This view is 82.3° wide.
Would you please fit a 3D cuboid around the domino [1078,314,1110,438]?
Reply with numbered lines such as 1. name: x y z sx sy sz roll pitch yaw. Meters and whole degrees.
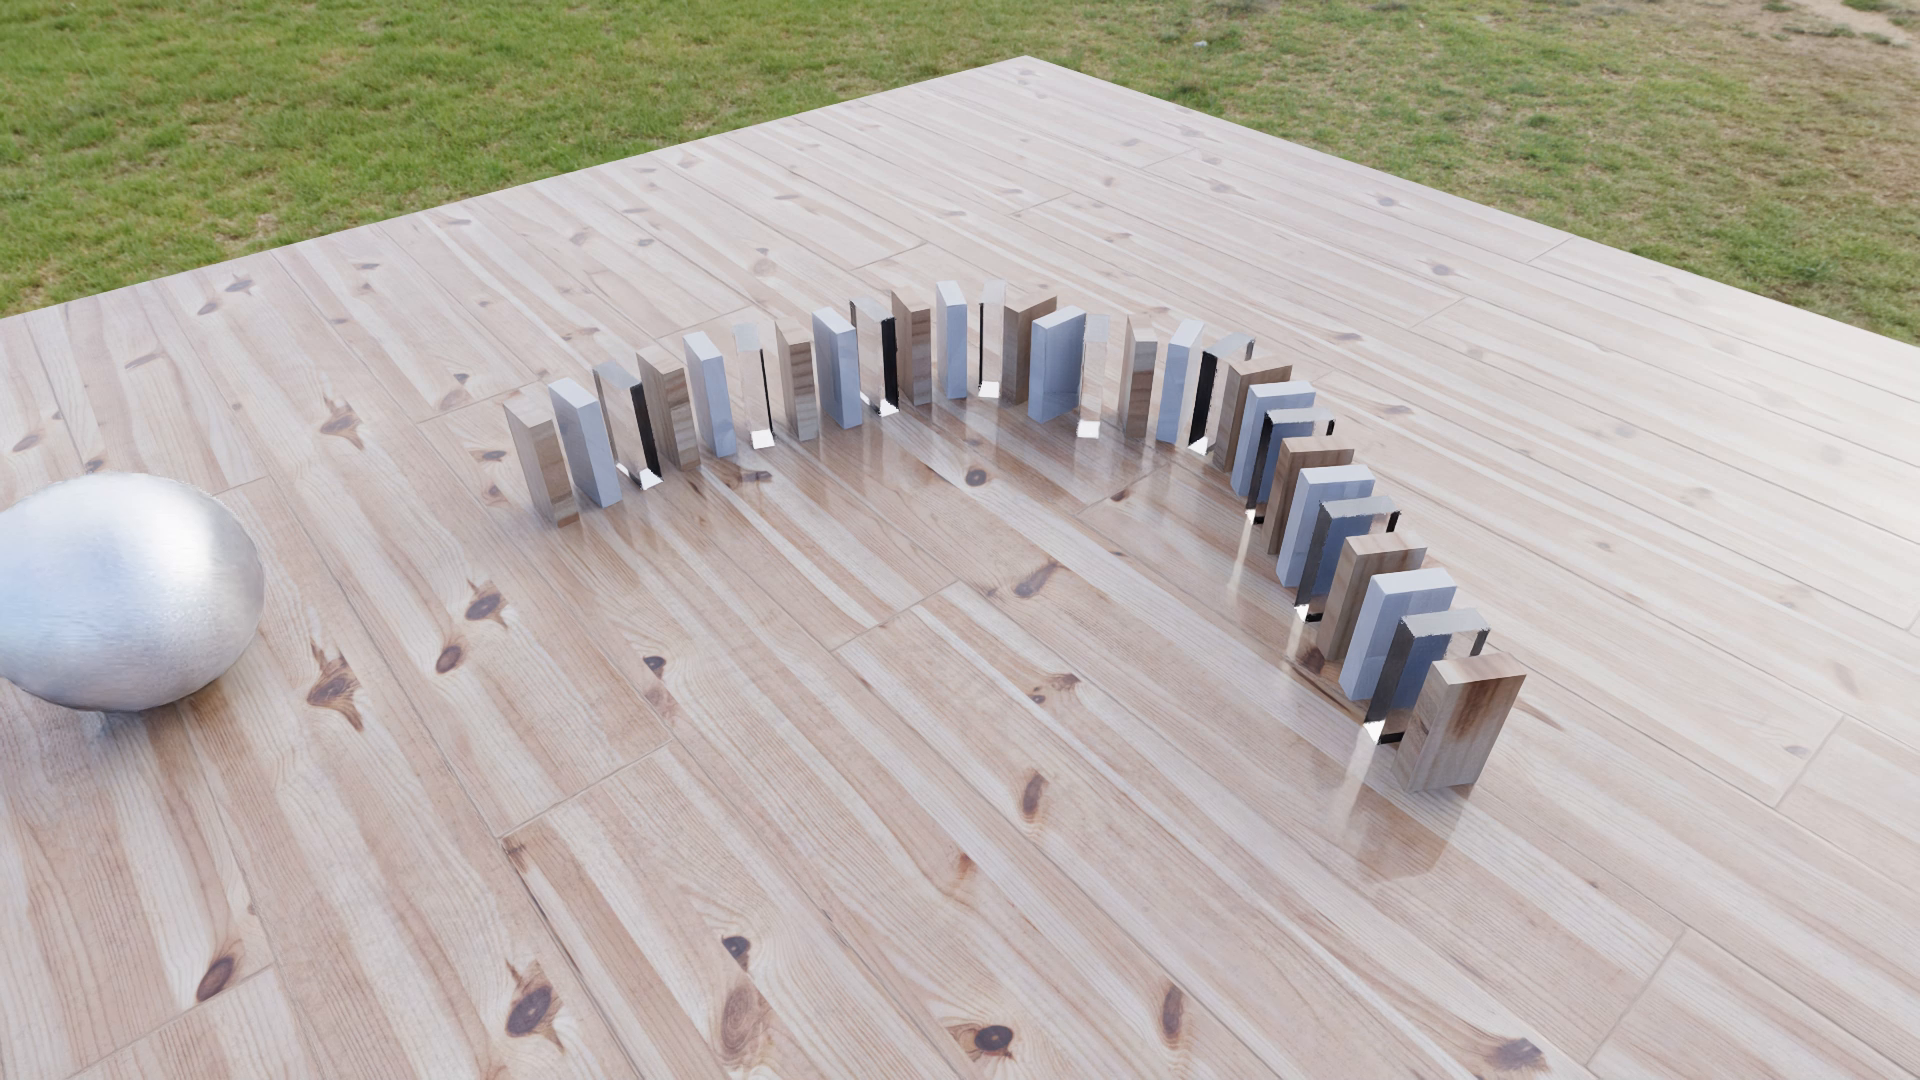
1. domino: 0.061 -0.075 0.503 0.010 0.050 0.025 6 40 7

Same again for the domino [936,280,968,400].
1. domino: -0.004 -0.096 0.529 0.009 0.050 0.025 -8 40 -10

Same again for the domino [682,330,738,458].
1. domino: -0.111 -0.065 0.490 0.010 0.050 0.025 -20 43 -22

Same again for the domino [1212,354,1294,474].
1. domino: 0.127 -0.054 0.478 0.025 0.050 0.009 -13 41 -15

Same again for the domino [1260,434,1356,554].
1. domino: 0.136 -0.017 0.433 0.025 0.050 0.010 -4 39 -4

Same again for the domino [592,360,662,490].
1. domino: -0.142 -0.049 0.471 0.010 0.050 0.025 -30 48 -31

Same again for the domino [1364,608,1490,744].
1. domino: 0.151 0.045 0.357 0.025 0.050 0.009 -6 40 -8

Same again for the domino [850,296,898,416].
1. domino: -0.040 -0.086 0.517 0.010 0.050 0.025 -22 44 -25

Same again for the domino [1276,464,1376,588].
1. domino: 0.138 -0.005 0.417 0.025 0.050 0.009 -4 40 -5

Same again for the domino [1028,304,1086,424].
1. domino: 0.045 -0.081 0.511 0.025 0.050 0.009 -28 47 -30

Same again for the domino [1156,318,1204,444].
1. domino: 0.100 -0.072 0.499 0.009 0.050 0.025 16 42 19

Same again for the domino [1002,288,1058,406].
1. domino: 0.033 -0.091 0.523 0.025 0.050 0.010 -30 48 -31

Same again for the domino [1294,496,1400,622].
1. domino: 0.141 0.008 0.402 0.025 0.050 0.009 -6 40 -7

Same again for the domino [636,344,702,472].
1. domino: -0.127 -0.057 0.481 0.009 0.050 0.025 -28 47 -29

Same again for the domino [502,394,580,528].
1. domino: -0.171 -0.032 0.450 0.009 0.050 0.025 -29 48 -31

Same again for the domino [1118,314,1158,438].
1. domino: 0.081 -0.075 0.503 0.010 0.050 0.025 -1 39 -1

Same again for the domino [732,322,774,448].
1. domino: -0.093 -0.069 0.496 0.009 0.050 0.025 -11 41 -13

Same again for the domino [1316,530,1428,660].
1. domino: 0.144 0.020 0.387 0.025 0.050 0.009 -6 40 -7

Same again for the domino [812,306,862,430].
1. domino: -0.057 -0.079 0.508 0.010 0.050 0.025 -22 44 -24

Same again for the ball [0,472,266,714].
1. ball: -0.279 0.017 0.367 0.080 0.080 0.080 0 39 0

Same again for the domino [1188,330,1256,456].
1. domino: 0.116 -0.065 0.491 0.025 0.050 0.010 -32 49 -33

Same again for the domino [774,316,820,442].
1. domino: -0.074 -0.073 0.501 0.009 0.050 0.025 -14 41 -17

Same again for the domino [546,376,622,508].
1. domino: -0.157 -0.040 0.461 0.009 0.050 0.025 -31 48 -32

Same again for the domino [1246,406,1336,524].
1. domino: 0.134 -0.030 0.448 0.025 0.050 0.009 -4 39 -5

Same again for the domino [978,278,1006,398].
1. domino: 0.016 -0.097 0.530 0.009 0.050 0.025 5 40 6

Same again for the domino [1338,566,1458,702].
1. domino: 0.147 0.032 0.372 0.025 0.050 0.009 -6 40 -7

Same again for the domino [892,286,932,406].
1. domino: -0.023 -0.092 0.524 0.009 0.050 0.025 -16 42 -18

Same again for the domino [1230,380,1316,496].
1. domino: 0.131 -0.042 0.463 0.025 0.050 0.009 -6 40 -7

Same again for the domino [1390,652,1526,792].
1. domino: 0.154 0.057 0.342 0.025 0.050 0.009 -6 40 -7
